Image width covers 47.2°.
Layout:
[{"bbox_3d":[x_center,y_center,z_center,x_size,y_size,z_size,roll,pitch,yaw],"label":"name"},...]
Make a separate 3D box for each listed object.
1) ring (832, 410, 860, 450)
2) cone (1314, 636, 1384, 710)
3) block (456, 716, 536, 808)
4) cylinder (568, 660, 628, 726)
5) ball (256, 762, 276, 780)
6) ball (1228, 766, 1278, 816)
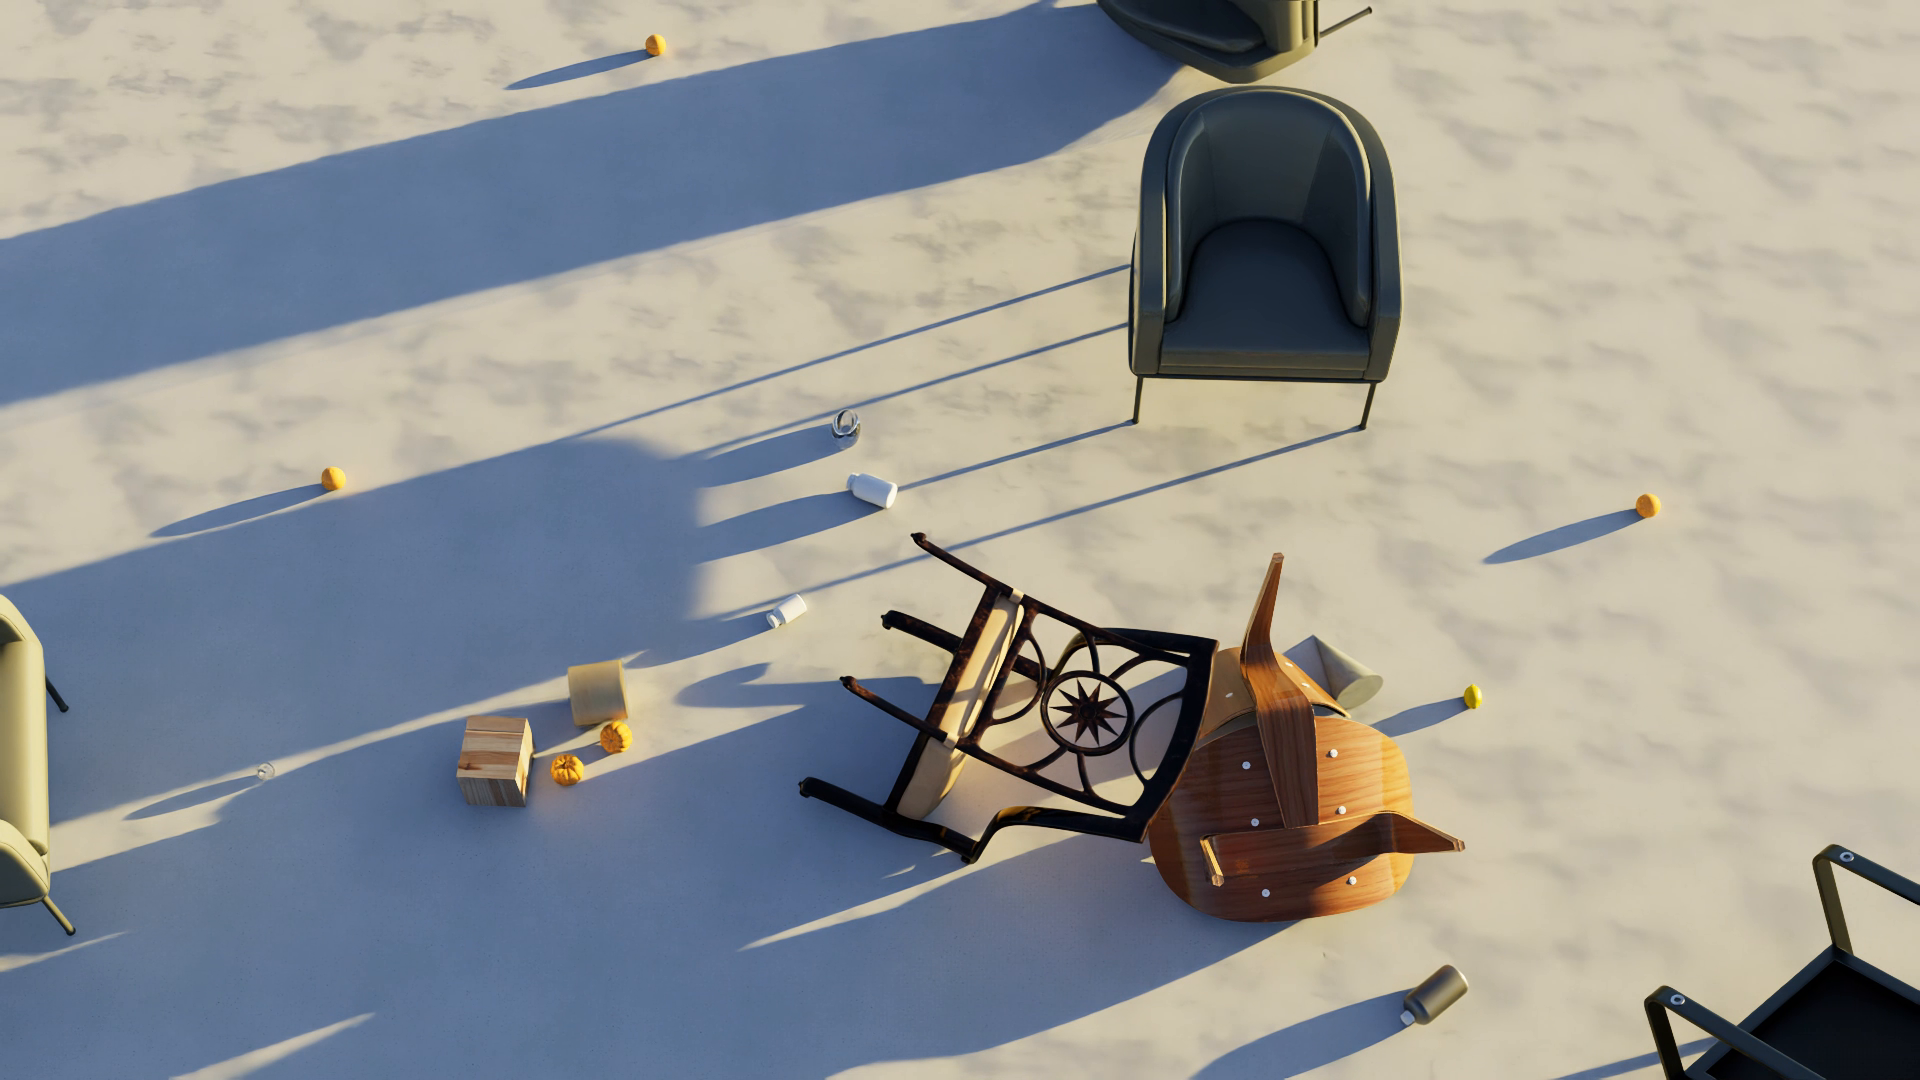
[{"bbox_3d":[-0.351,-0.341,6.769,0.090,0.057,0.138,2,57,3],"label":"ring"},{"bbox_3d":[1.078,0.351,6.304,0.155,0.115,0.257,-24,47,-10],"label":"cone"},{"bbox_3d":[-1.277,0.611,6.065,0.161,0.165,0.190,2,56,2],"label":"block"},{"bbox_3d":[-1.021,0.432,6.207,0.148,0.128,0.180,-8,58,-6],"label":"cylinder"},{"bbox_3d":[-1.929,0.644,6.112,0.050,0.050,0.050,0,56,0],"label":"ball"},{"bbox_3d":[0.803,0.689,6.031,0.134,0.134,0.134,0,56,0],"label":"ball"}]
